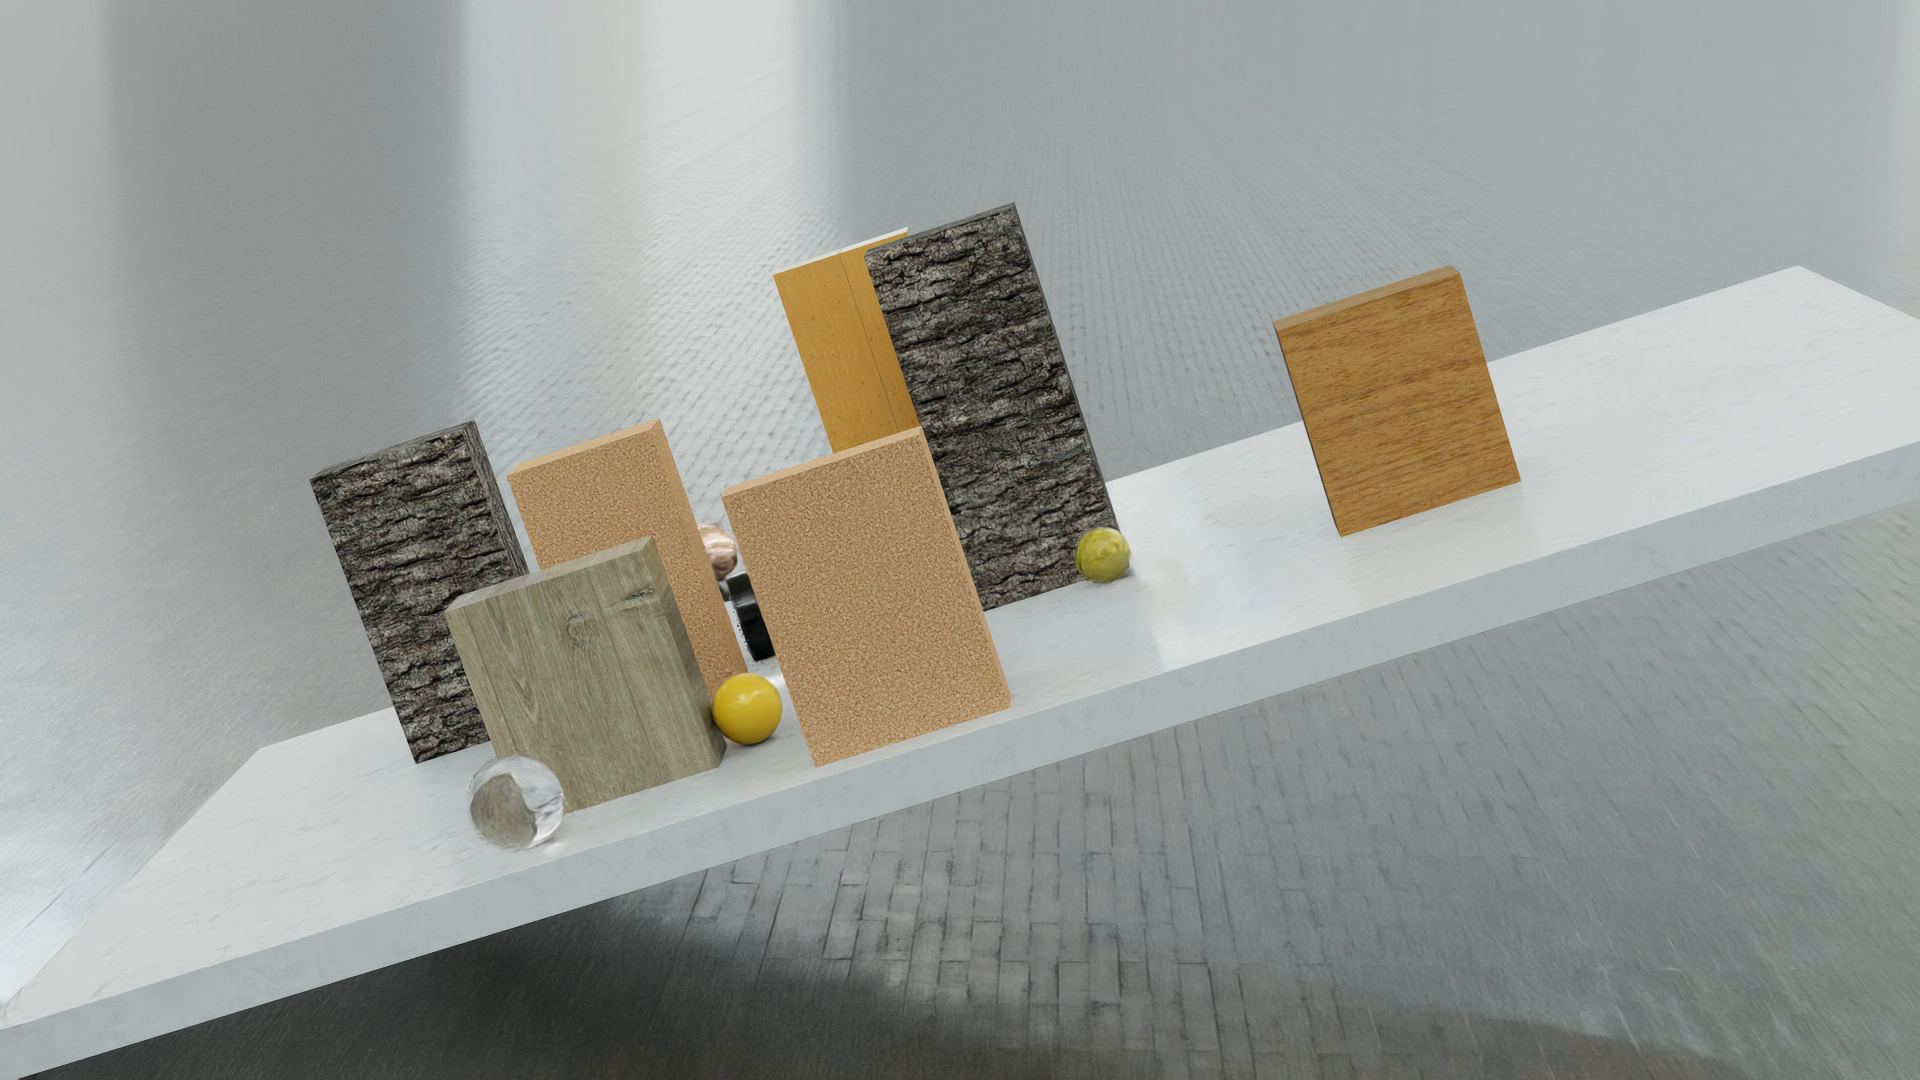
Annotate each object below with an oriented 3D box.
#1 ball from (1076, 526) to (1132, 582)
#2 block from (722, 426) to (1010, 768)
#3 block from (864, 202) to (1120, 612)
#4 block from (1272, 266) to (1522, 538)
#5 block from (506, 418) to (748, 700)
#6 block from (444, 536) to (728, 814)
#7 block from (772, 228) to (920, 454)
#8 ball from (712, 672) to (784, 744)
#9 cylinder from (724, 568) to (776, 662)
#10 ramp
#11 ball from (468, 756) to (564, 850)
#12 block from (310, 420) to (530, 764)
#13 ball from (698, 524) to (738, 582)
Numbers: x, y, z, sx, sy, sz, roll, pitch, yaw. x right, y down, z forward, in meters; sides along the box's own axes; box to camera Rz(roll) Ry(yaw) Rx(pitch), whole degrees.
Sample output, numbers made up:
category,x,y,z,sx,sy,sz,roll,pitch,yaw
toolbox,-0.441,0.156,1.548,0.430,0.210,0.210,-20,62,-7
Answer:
category,x,y,z,sx,sy,sz,roll,pitch,yaw
ball,0.301,0.030,6.159,0.115,0.115,0.115,0,12,0
block,-0.169,0.106,5.420,0.379,0.535,0.099,-17,11,5
block,0.081,-0.281,6.253,0.328,0.798,0.140,-17,11,5
block,0.872,-0.279,5.884,0.372,0.436,0.142,-17,11,5
block,-0.699,0.084,6.252,0.319,0.602,0.149,-17,11,5
block,-0.726,0.275,5.735,0.406,0.451,0.145,-17,11,5
block,-0.171,-0.348,7.159,0.336,0.749,0.121,-17,11,5
ball,-0.417,0.331,5.776,0.140,0.140,0.140,0,12,0
cylinder,-0.391,0.143,6.520,0.204,0.204,0.204,-19,13,-3
ramp,0.102,0.182,6.309,4.000,0.100,2.000,-17,11,5
ball,-0.834,0.495,5.537,0.178,0.178,0.178,0,12,0
block,-1.162,0.117,6.637,0.361,0.687,0.148,-17,11,5
ball,-0.837,0.048,9.776,0.199,0.199,0.199,0,12,0
